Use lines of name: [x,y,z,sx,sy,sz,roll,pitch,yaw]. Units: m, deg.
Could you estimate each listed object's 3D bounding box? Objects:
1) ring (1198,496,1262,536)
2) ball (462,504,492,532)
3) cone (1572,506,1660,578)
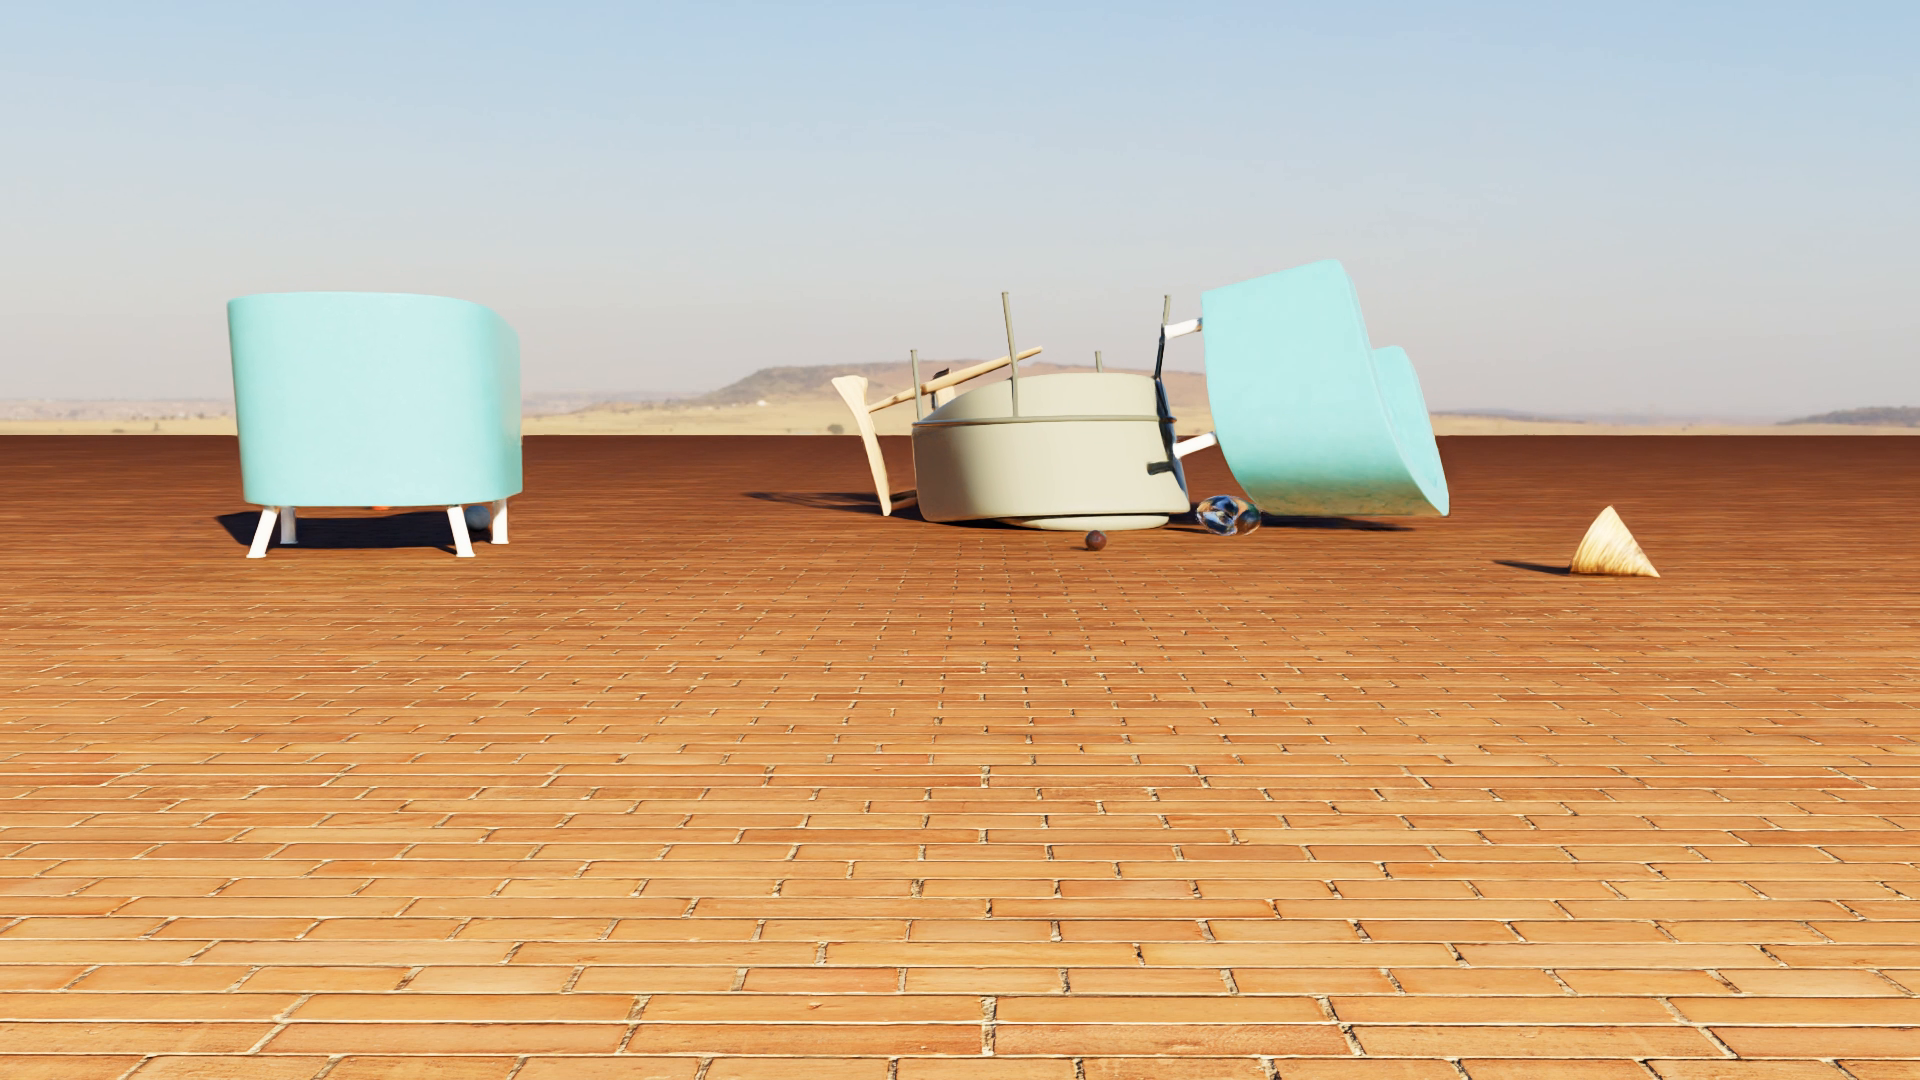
ring: [0.827,-0.074,6.765,0.085,0.123,0.240,-21,22,-35]
ball: [-1.516,-0.068,6.902,0.087,0.087,0.087,0,4,0]
cone: [1.602,0.044,5.293,0.184,0.186,0.192,32,3,25]
